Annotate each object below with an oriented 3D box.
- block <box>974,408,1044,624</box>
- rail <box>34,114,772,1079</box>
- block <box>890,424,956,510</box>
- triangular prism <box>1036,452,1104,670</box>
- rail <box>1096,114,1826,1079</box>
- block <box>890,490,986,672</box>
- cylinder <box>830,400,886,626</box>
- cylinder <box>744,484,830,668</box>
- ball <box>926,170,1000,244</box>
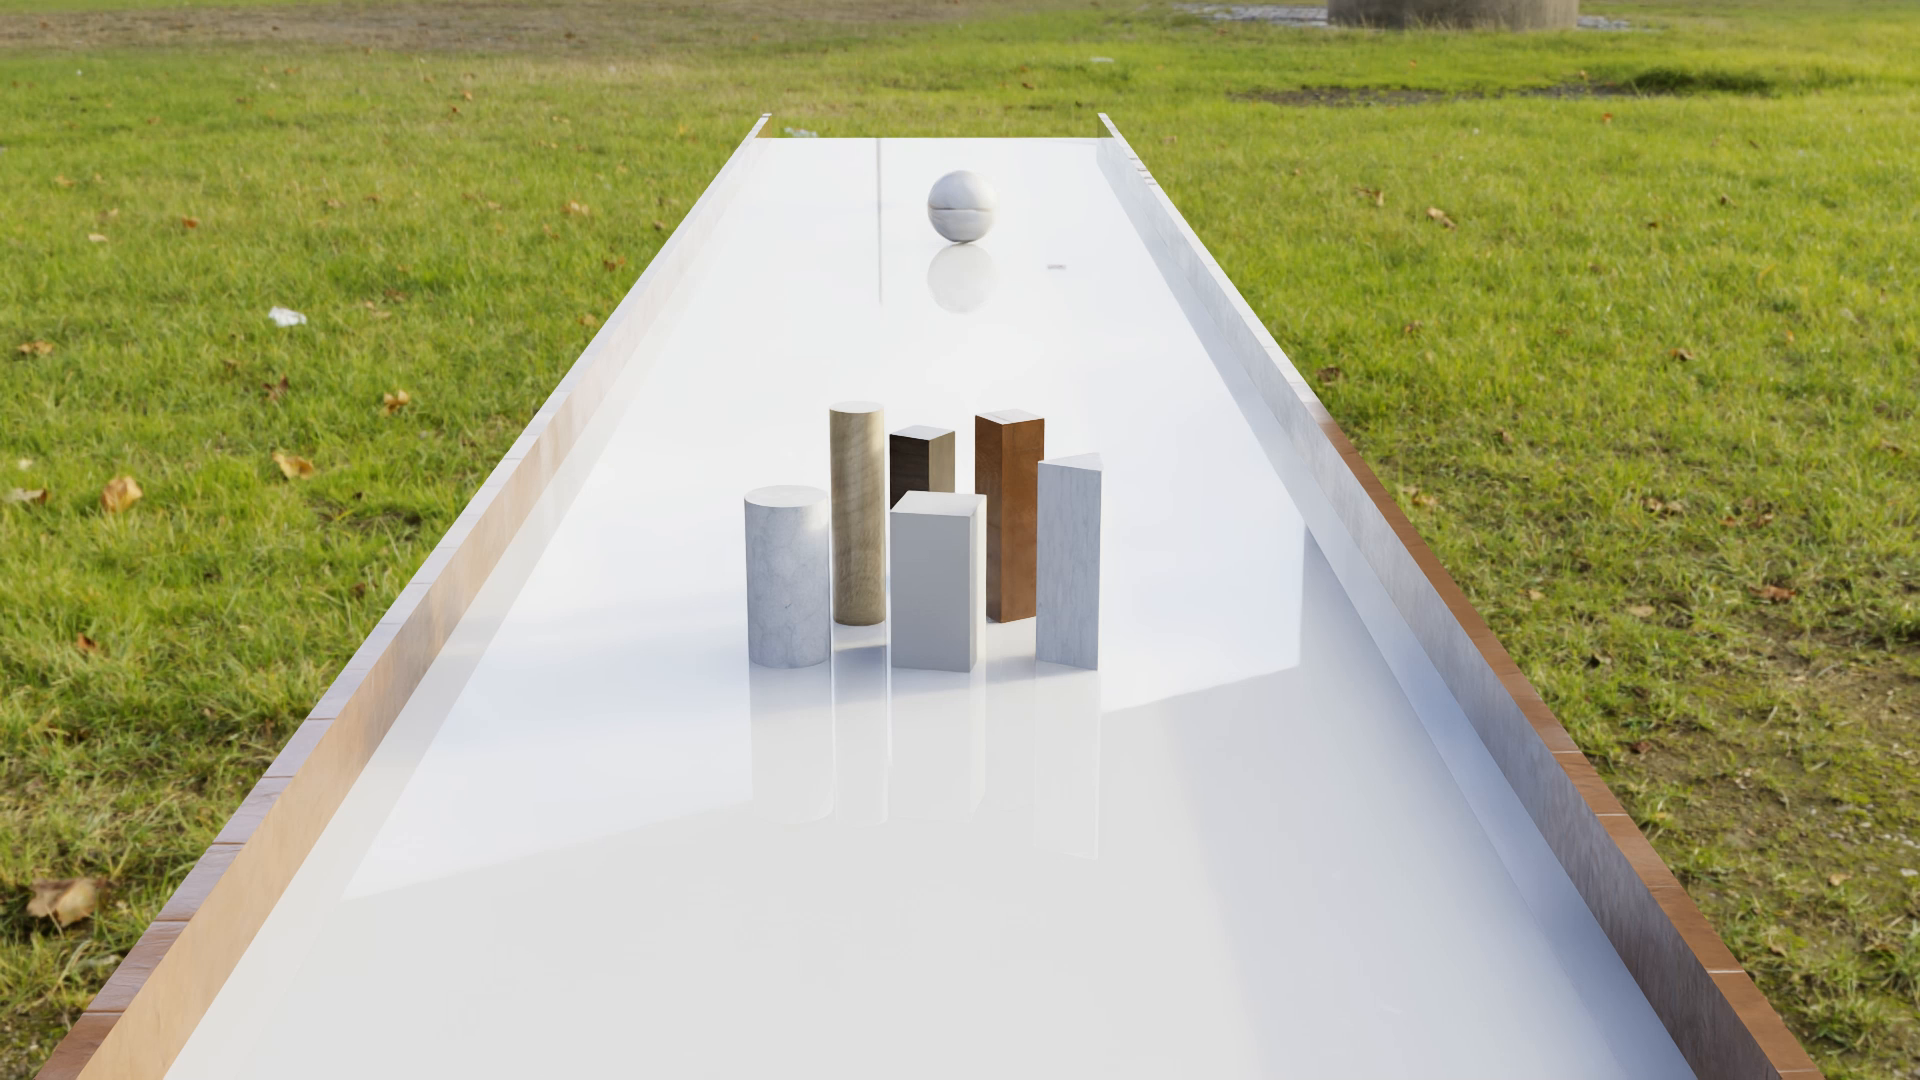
[{"bbox_3d":[0.103,-0.051,4.643,0.105,0.431,0.105,-10,19,-31],"label":"block"},{"bbox_3d":[-1.118,-0.838,7.780,0.050,0.150,12.000,0,17,-1],"label":"rail"},{"bbox_3d":[-0.083,-0.073,4.876,0.105,0.341,0.105,10,19,31],"label":"block"},{"bbox_3d":[0.244,0.037,4.384,0.143,0.409,0.124,9,19,27],"label":"triangular prism"},{"bbox_3d":[0.932,-0.844,7.801,0.050,0.150,12.000,0,17,-1],"label":"rail"},{"bbox_3d":[-0.042,0.081,4.389,0.160,0.321,0.160,3,17,11],"label":"block"},{"bbox_3d":[-0.214,-0.055,4.606,0.114,0.459,0.114,0,17,0],"label":"cylinder"},{"bbox_3d":[-0.344,0.072,4.398,0.166,0.334,0.166,0,17,0],"label":"cylinder"},{"bbox_3d":[0.013,-1.446,9.530,0.318,0.318,0.318,0,17,0],"label":"ball"}]
